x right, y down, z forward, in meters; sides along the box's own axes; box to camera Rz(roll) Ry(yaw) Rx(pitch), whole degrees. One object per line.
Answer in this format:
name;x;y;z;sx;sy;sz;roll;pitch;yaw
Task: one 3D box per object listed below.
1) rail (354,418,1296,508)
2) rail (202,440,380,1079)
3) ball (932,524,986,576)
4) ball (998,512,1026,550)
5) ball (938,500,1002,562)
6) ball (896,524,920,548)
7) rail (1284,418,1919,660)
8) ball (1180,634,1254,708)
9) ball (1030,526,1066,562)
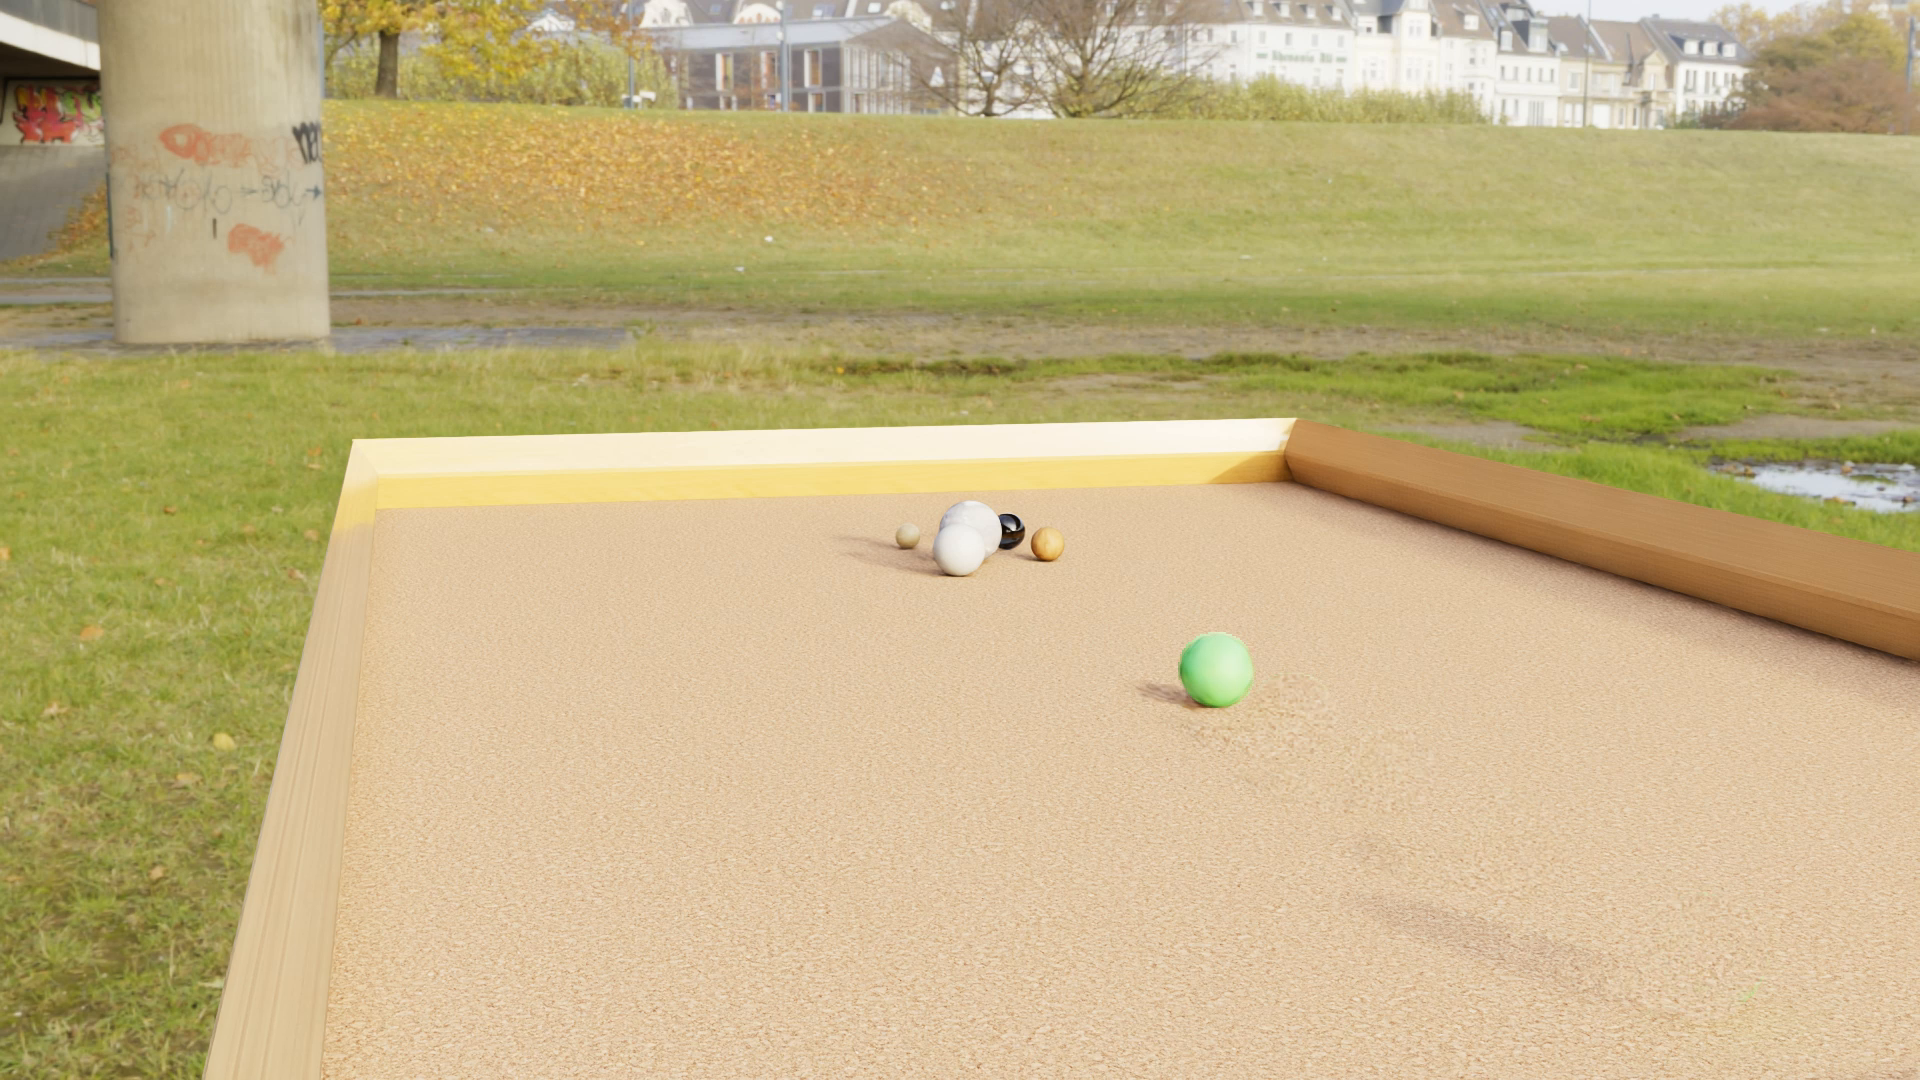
rail;-0.209;-0.150;4.265;1.867;0.128;0.045;-2;8;-14
rail;-0.668;0.122;2.370;0.045;0.128;3.540;-2;8;-14
ball;-0.002;0.014;3.298;0.079;0.079;0.079;0;8;0
ball;0.077;-0.014;3.566;0.060;0.060;0.060;0;8;0
ball;0.016;-0.012;3.416;0.099;0.099;0.099;0;8;0
ball;-0.085;-0.006;3.575;0.041;0.041;0.041;0;8;0
rail;1.097;0.059;2.807;0.045;0.128;3.540;-2;8;-14
ball;0.280;0.143;2.403;0.080;0.080;0.080;0;8;0
ball;0.137;0.006;3.445;0.054;0.054;0.054;0;8;0
